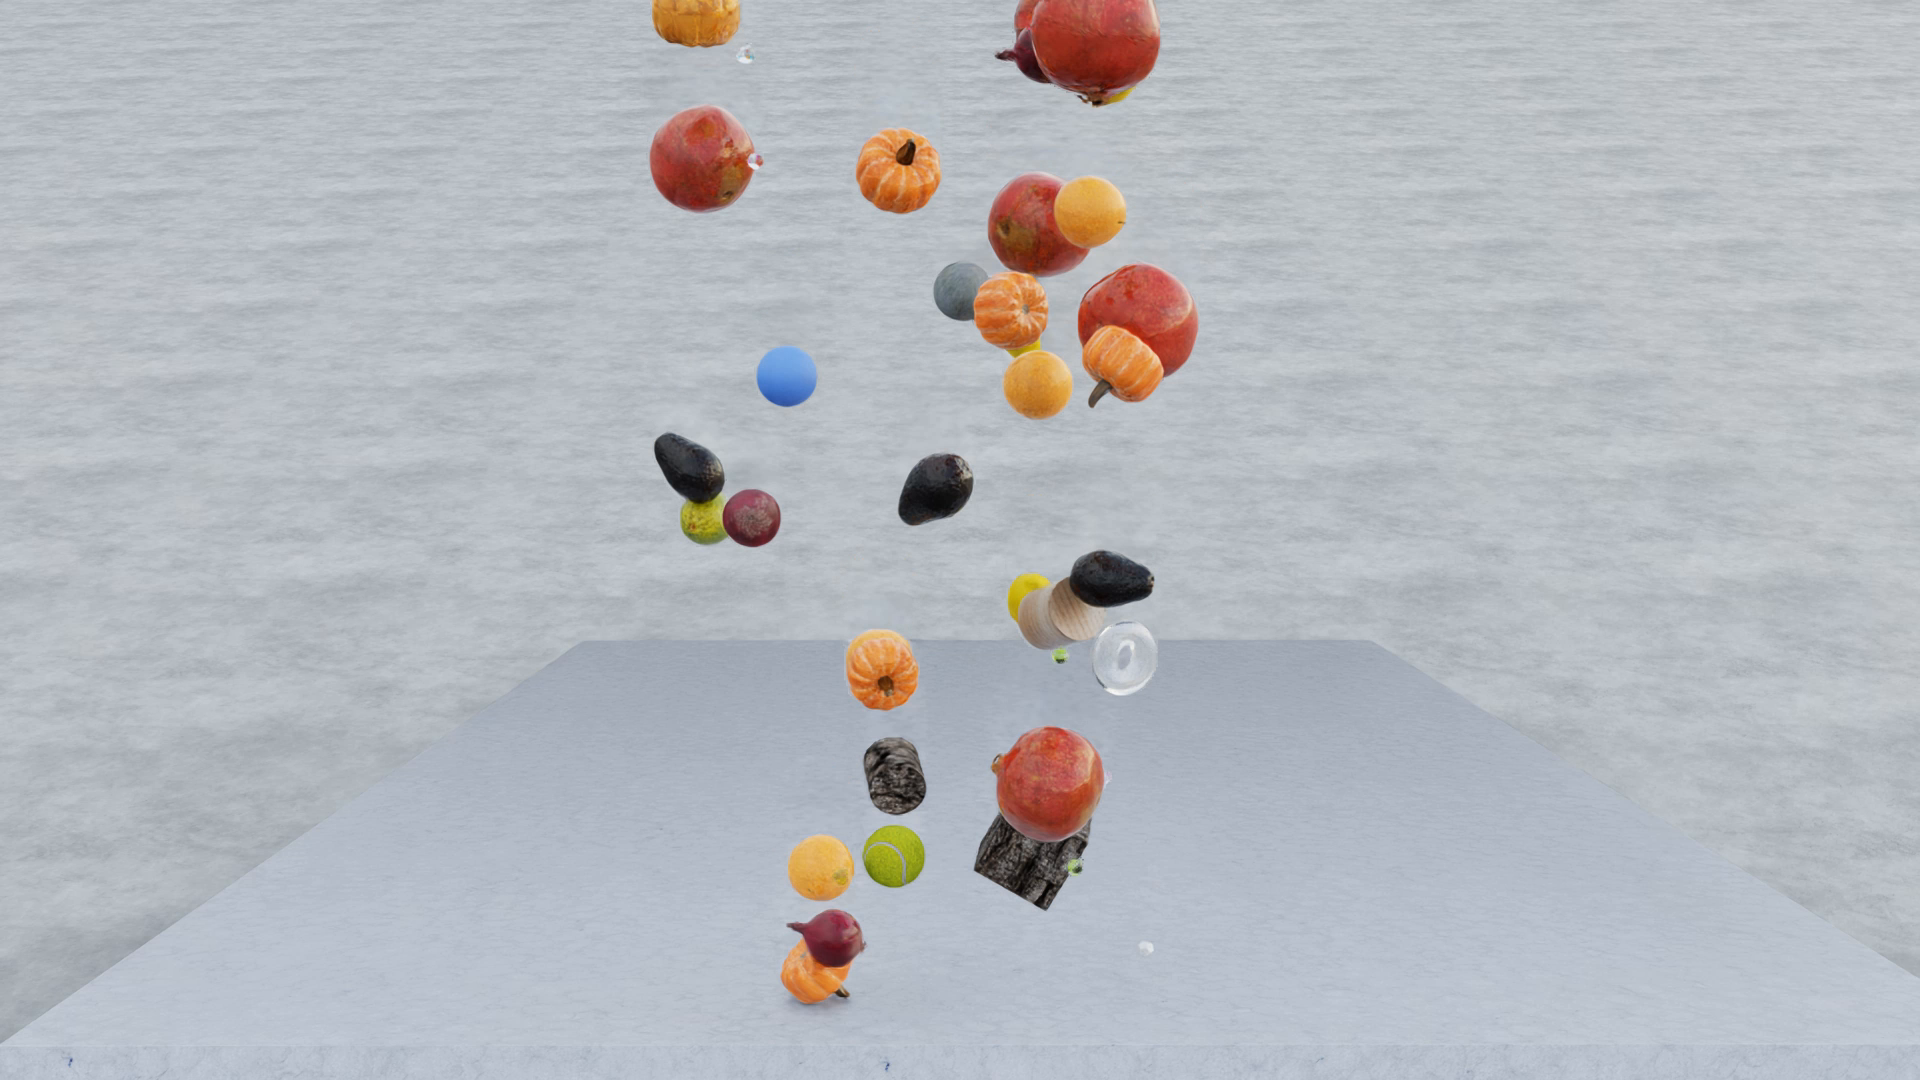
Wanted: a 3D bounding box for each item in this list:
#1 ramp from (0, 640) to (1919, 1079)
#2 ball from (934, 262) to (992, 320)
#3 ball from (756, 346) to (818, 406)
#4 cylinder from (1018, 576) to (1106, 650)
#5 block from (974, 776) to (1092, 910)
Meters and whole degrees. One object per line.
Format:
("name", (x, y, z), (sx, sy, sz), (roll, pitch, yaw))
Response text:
("ramp", (0.047, 0.426, 4.533), (2.000, 0.100, 4.000), (0, 3, 0))
("ball", (0.003, -0.259, 2.676), (0.062, 0.062, 0.062), (0, 20, 0))
("ball", (-0.175, -0.166, 2.602), (0.062, 0.062, 0.062), (0, 20, 0))
("cylinder", (0.106, 0.077, 2.694), (0.068, 0.068, 0.068), (-12, -5, -30))
("block", (0.081, 0.335, 2.841), (0.092, 0.092, 0.092), (30, 14, -2))
